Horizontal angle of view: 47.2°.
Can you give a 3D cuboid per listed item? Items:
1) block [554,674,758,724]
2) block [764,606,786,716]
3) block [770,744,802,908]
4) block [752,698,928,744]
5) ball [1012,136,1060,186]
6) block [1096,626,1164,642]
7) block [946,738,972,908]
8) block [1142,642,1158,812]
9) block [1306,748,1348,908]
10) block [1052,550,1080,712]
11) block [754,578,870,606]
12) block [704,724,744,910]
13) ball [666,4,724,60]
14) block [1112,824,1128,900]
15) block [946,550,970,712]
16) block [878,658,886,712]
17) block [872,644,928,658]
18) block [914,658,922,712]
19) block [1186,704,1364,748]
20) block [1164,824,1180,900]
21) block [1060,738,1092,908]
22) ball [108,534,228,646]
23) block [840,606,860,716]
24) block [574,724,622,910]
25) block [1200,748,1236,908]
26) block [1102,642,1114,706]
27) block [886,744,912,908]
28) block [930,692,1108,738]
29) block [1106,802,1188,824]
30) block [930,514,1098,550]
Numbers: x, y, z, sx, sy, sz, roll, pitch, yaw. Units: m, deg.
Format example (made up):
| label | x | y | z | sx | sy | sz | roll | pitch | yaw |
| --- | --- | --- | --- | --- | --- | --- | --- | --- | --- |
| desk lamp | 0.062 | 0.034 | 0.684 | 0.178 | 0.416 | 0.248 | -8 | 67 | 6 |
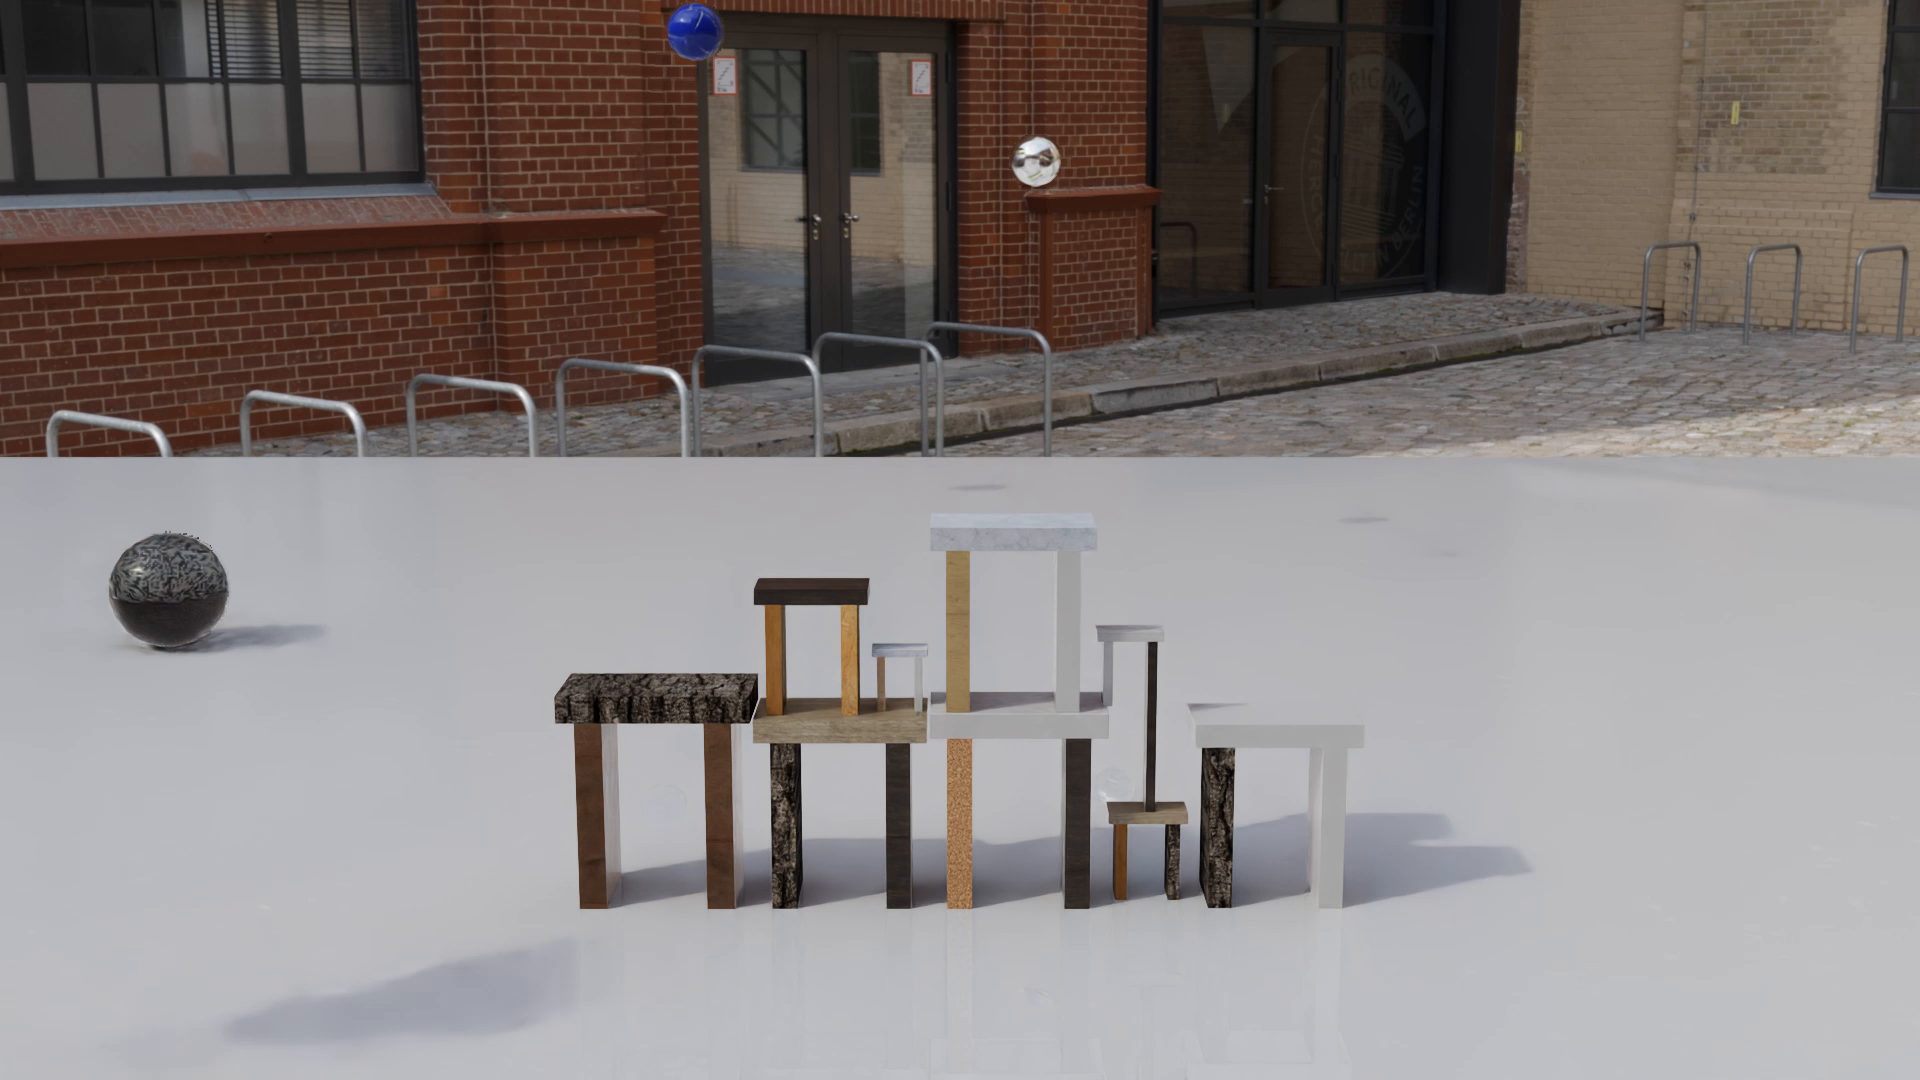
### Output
| label | x | y | z | sx | sy | sz | roll | pitch | yaw |
| --- | --- | --- | --- | --- | --- | --- | --- | --- | --- |
| block | -0.495 | 0.259 | 3.612 | 0.313 | 0.044 | 0.157 | 0 | 11 | 0 |
| block | -0.301 | 0.186 | 3.593 | 0.026 | 0.183 | 0.091 | 0 | 11 | 0 |
| block | -0.287 | 0.453 | 3.640 | 0.040 | 0.280 | 0.140 | 0 | 11 | 0 |
| block | -0.194 | 0.296 | 3.611 | 0.280 | 0.040 | 0.140 | 0 | 11 | 0 |
| ball | 0.198 | -0.988 | 5.737 | 0.130 | 0.130 | 0.130 | 0 | 11 | 0 |
| block | 0.277 | 0.152 | 3.591 | 0.108 | 0.015 | 0.054 | 0 | 11 | 0 |
| block | -0.001 | 0.449 | 3.641 | 0.041 | 0.288 | 0.144 | 0 | 11 | 0 |
| block | 0.313 | 0.301 | 3.619 | 0.015 | 0.288 | 0.054 | 0 | 11 | 0 |
| block | 0.606 | 0.457 | 3.642 | 0.039 | 0.272 | 0.136 | 0 | 11 | 0 |
| block | 0.174 | 0.136 | 3.587 | 0.038 | 0.266 | 0.133 | 0 | 11 | 0 |
| block | -0.240 | 0.084 | 3.574 | 0.183 | 0.026 | 0.091 | 0 | 11 | 0 |
| block | -0.391 | 0.435 | 3.644 | 0.044 | 0.313 | 0.157 | 0 | 11 | 0 |
| ball | -0.742 | -1.421 | 6.153 | 0.157 | 0.157 | 0.157 | 0 | 11 | 0 |
| block | 0.266 | 0.525 | 3.659 | 0.018 | 0.131 | 0.065 | 0 | 11 | 0 |
| block | -0.003 | 0.136 | 3.587 | 0.038 | 0.266 | 0.133 | 0 | 11 | 0 |
| block | -0.128 | 0.231 | 3.601 | 0.013 | 0.091 | 0.045 | 0 | 11 | 0 |
| block | -0.098 | 0.180 | 3.592 | 0.091 | 0.013 | 0.045 | 0 | 11 | 0 |
| block | -0.068 | 0.231 | 3.601 | 0.013 | 0.091 | 0.045 | 0 | 11 | 0 |
| block | 0.516 | 0.304 | 3.614 | 0.272 | 0.039 | 0.136 | 0 | 11 | 0 |
| block | 0.353 | 0.525 | 3.659 | 0.018 | 0.131 | 0.065 | 0 | 11 | 0 |
| block | 0.191 | 0.449 | 3.641 | 0.041 | 0.288 | 0.144 | 0 | 11 | 0 |
| ball | -1.948 | 0.124 | 5.416 | 0.279 | 0.279 | 0.279 | 0 | 11 | 0 |
| block | -0.179 | 0.186 | 3.593 | 0.026 | 0.183 | 0.091 | 0 | 11 | 0 |
| block | -0.600 | 0.435 | 3.644 | 0.044 | 0.313 | 0.157 | 0 | 11 | 0 |
| block | 0.425 | 0.457 | 3.642 | 0.039 | 0.272 | 0.136 | 0 | 11 | 0 |
| block | 0.241 | 0.213 | 3.603 | 0.015 | 0.108 | 0.054 | 0 | 11 | 0 |
| block | -0.100 | 0.453 | 3.640 | 0.040 | 0.280 | 0.140 | 0 | 11 | 0 |
| block | 0.095 | 0.287 | 3.611 | 0.288 | 0.041 | 0.144 | 0 | 11 | 0 |
| block | 0.310 | 0.452 | 3.646 | 0.131 | 0.018 | 0.065 | 0 | 11 | 0 |
| block | 0.085 | -0.013 | 3.560 | 0.265 | 0.038 | 0.133 | 0 | 11 | 0 |
